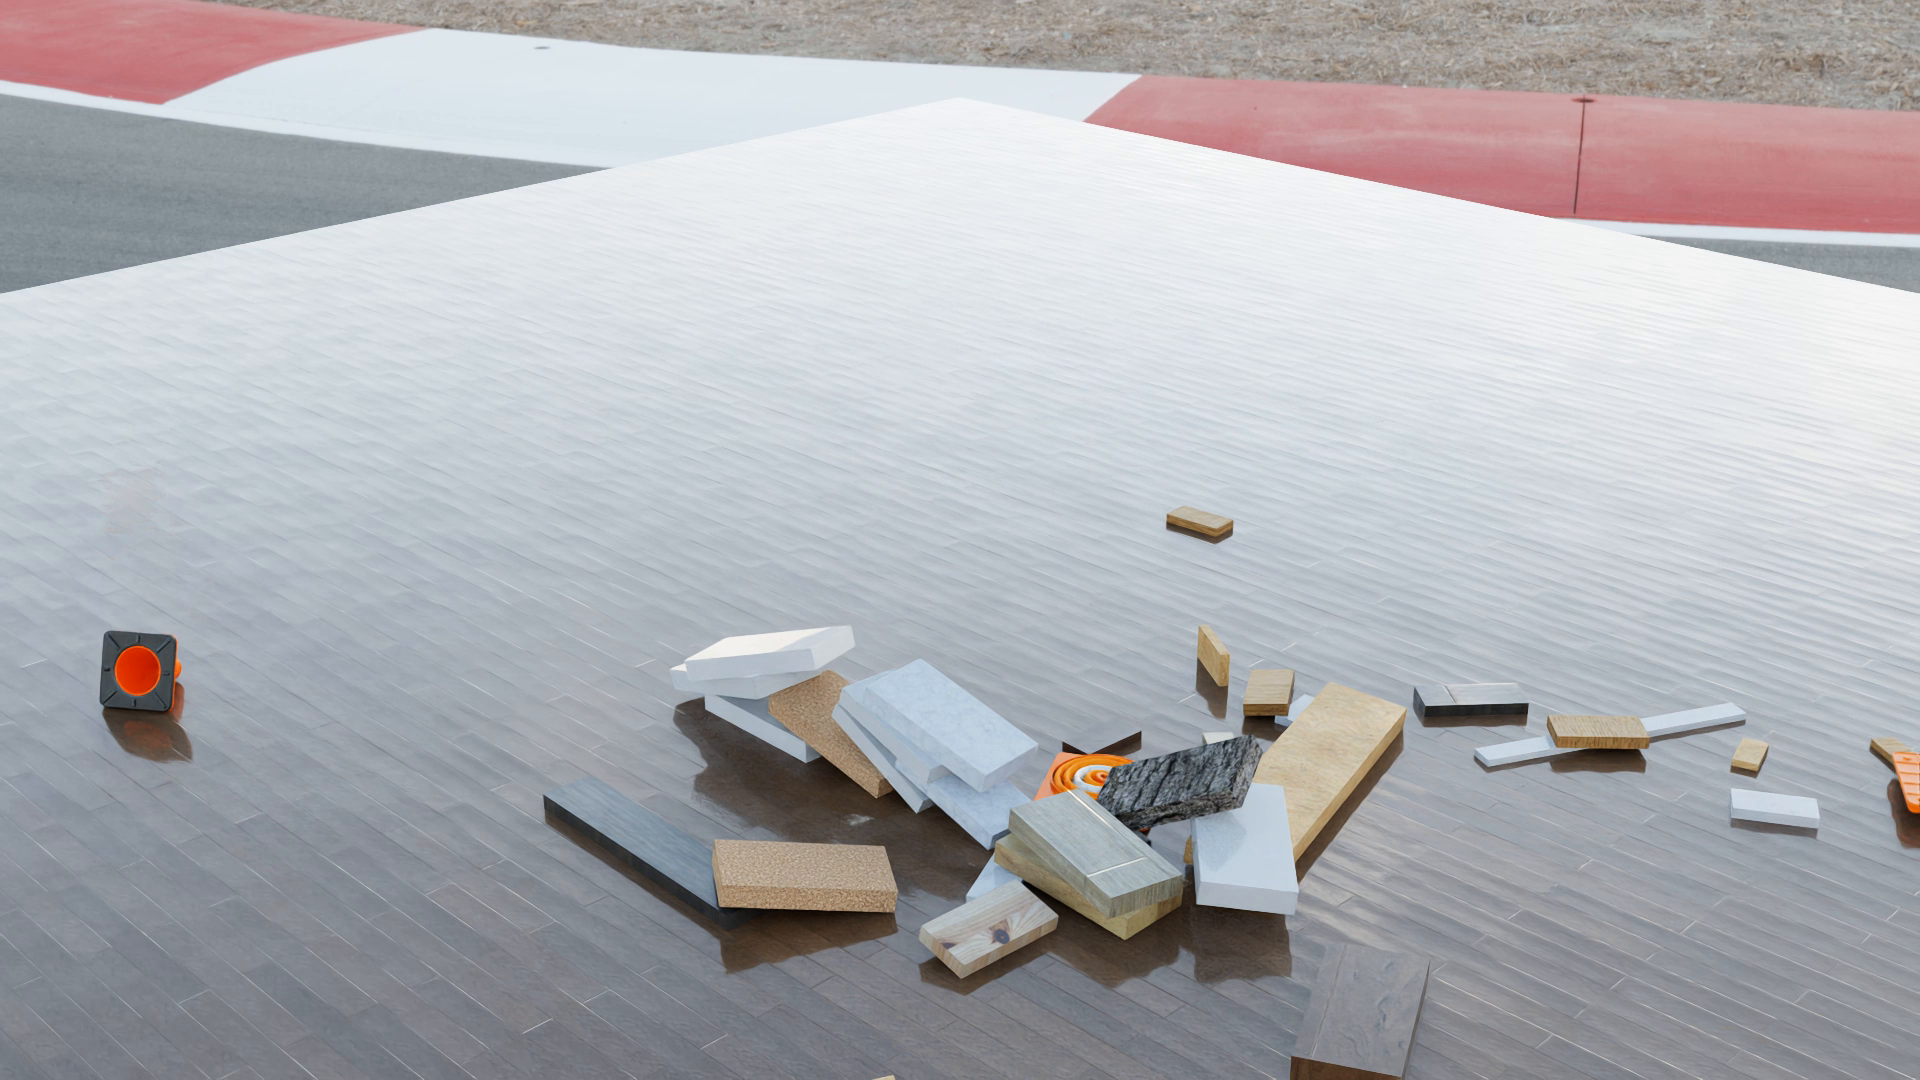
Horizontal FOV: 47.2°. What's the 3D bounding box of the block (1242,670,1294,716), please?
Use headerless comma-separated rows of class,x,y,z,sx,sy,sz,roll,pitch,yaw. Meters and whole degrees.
block,0.689,0.339,4.900,0.097,0.028,0.194,-1,19,14

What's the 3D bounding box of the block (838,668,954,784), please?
block,-0.102,0.378,4.492,0.142,0.040,0.284,-18,45,-39

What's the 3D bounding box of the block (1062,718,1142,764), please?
block,0.305,0.430,4.718,0.160,0.023,0.080,-19,30,-38

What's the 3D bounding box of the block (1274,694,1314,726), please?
block,0.754,0.380,4.843,0.064,0.018,0.128,17,28,35

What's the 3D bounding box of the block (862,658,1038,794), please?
block,-0.021,0.372,4.452,0.330,0.047,0.165,34,39,28

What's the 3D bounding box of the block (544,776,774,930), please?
block,-0.594,0.603,4.296,0.118,0.034,0.613,-20,30,-39

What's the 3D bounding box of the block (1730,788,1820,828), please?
block,1.648,0.543,4.451,0.165,0.023,0.082,6,24,14

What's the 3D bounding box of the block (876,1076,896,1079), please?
block,-0.126,0.944,3.492,0.118,0.034,0.237,-8,24,-18

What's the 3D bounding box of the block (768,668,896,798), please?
block,-0.227,0.405,4.648,0.172,0.049,0.344,-22,44,-41

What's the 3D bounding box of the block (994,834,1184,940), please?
block,0.242,0.632,4.173,0.329,0.047,0.165,26,33,37

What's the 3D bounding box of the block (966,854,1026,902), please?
block,0.078,0.653,4.191,0.082,0.023,0.165,8,24,18

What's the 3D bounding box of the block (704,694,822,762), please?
block,-0.383,0.377,4.809,0.172,0.049,0.344,-21,31,-40

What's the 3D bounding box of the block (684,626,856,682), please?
block,-0.409,0.244,4.726,0.330,0.047,0.165,-7,12,30

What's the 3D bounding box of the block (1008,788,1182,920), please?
block,0.253,0.588,4.158,0.165,0.047,0.330,-12,31,-31

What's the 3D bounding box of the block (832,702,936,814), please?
block,-0.121,0.426,4.544,0.142,0.040,0.284,-22,59,-41

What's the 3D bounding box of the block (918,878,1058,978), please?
block,0.053,0.708,4.016,0.237,0.034,0.118,-20,43,-38

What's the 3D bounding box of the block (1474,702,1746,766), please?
block,1.411,0.419,4.753,0.650,0.015,0.054,-8,24,-18

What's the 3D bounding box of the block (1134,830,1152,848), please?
block,0.305,0.600,4.322,0.128,0.018,0.064,-13,26,-27

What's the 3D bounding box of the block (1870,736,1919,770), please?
block,1.991,0.452,4.675,0.054,0.015,0.109,-4,23,-9

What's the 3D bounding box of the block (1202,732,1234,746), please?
block,0.568,0.474,4.618,0.064,0.018,0.264,-1,23,-6

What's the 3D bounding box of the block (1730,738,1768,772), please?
block,1.678,0.455,4.669,0.054,0.015,0.109,13,26,27

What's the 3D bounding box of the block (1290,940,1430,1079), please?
block,0.689,0.818,3.766,0.180,0.051,0.360,7,24,17

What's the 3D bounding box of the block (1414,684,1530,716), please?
block,1.135,0.355,4.888,0.231,0.028,0.097,-1,23,-3

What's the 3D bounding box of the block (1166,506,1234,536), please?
block,0.638,-0.051,5.852,0.160,0.023,0.080,18,29,37

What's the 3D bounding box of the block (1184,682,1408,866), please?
block,0.701,0.493,4.508,0.180,0.051,0.776,19,29,24

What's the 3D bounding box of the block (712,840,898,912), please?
block,-0.294,0.633,4.145,0.329,0.047,0.165,4,22,-13

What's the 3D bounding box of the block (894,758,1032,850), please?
block,0.017,0.501,4.429,0.142,0.040,0.284,-20,46,-40

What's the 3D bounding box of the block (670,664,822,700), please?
block,-0.473,0.289,4.832,0.172,0.049,0.344,-20,13,-36

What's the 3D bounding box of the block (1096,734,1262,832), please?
block,0.418,0.481,4.288,0.329,0.047,0.165,-18,25,34

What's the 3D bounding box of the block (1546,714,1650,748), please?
block,1.368,0.411,4.717,0.194,0.028,0.097,1,23,2

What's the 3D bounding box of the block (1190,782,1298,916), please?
block,0.535,0.577,4.184,0.180,0.051,0.360,7,26,0

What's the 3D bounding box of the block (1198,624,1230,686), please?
block,0.580,0.263,5.037,0.023,0.080,0.160,-5,23,-11
